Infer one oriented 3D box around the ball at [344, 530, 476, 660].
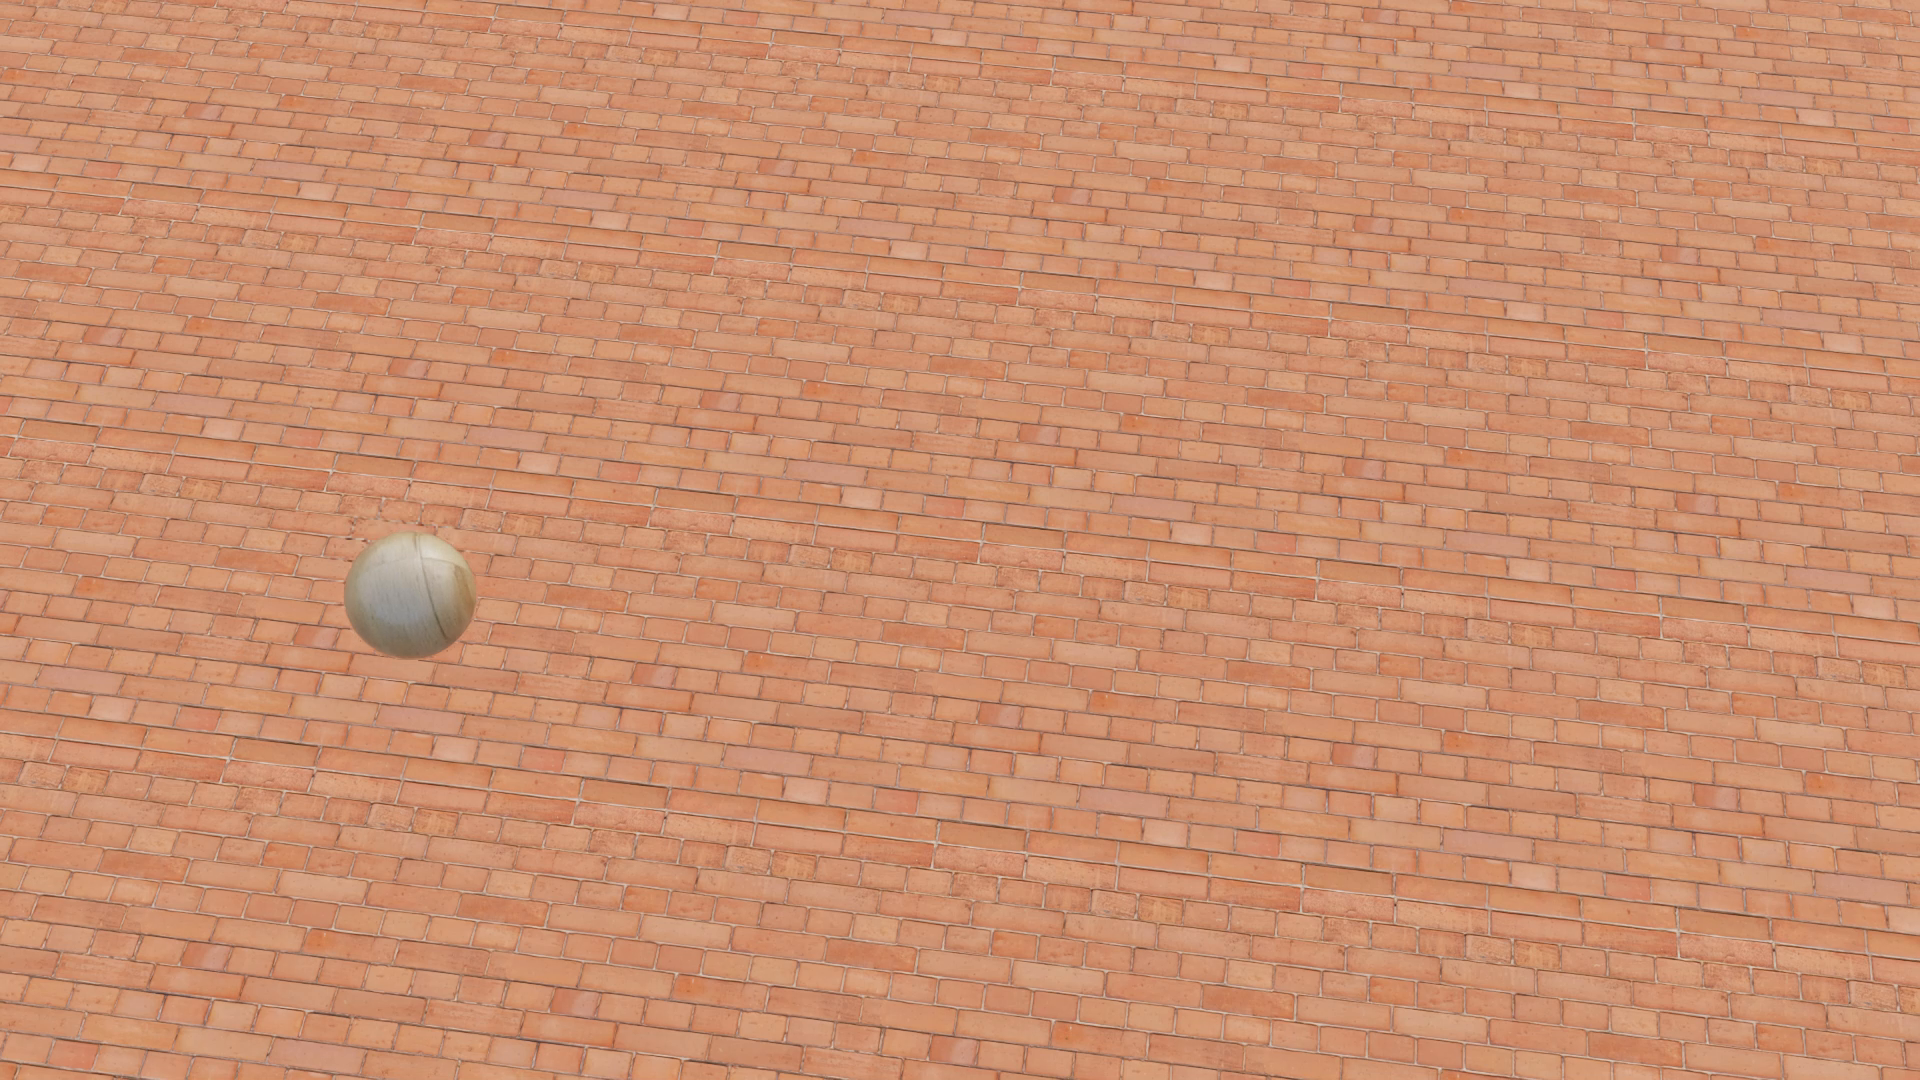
[{"bbox_3d":[-1.032,0.103,4.132,0.242,0.242,0.242,0,56,0],"label":"ball"}]
